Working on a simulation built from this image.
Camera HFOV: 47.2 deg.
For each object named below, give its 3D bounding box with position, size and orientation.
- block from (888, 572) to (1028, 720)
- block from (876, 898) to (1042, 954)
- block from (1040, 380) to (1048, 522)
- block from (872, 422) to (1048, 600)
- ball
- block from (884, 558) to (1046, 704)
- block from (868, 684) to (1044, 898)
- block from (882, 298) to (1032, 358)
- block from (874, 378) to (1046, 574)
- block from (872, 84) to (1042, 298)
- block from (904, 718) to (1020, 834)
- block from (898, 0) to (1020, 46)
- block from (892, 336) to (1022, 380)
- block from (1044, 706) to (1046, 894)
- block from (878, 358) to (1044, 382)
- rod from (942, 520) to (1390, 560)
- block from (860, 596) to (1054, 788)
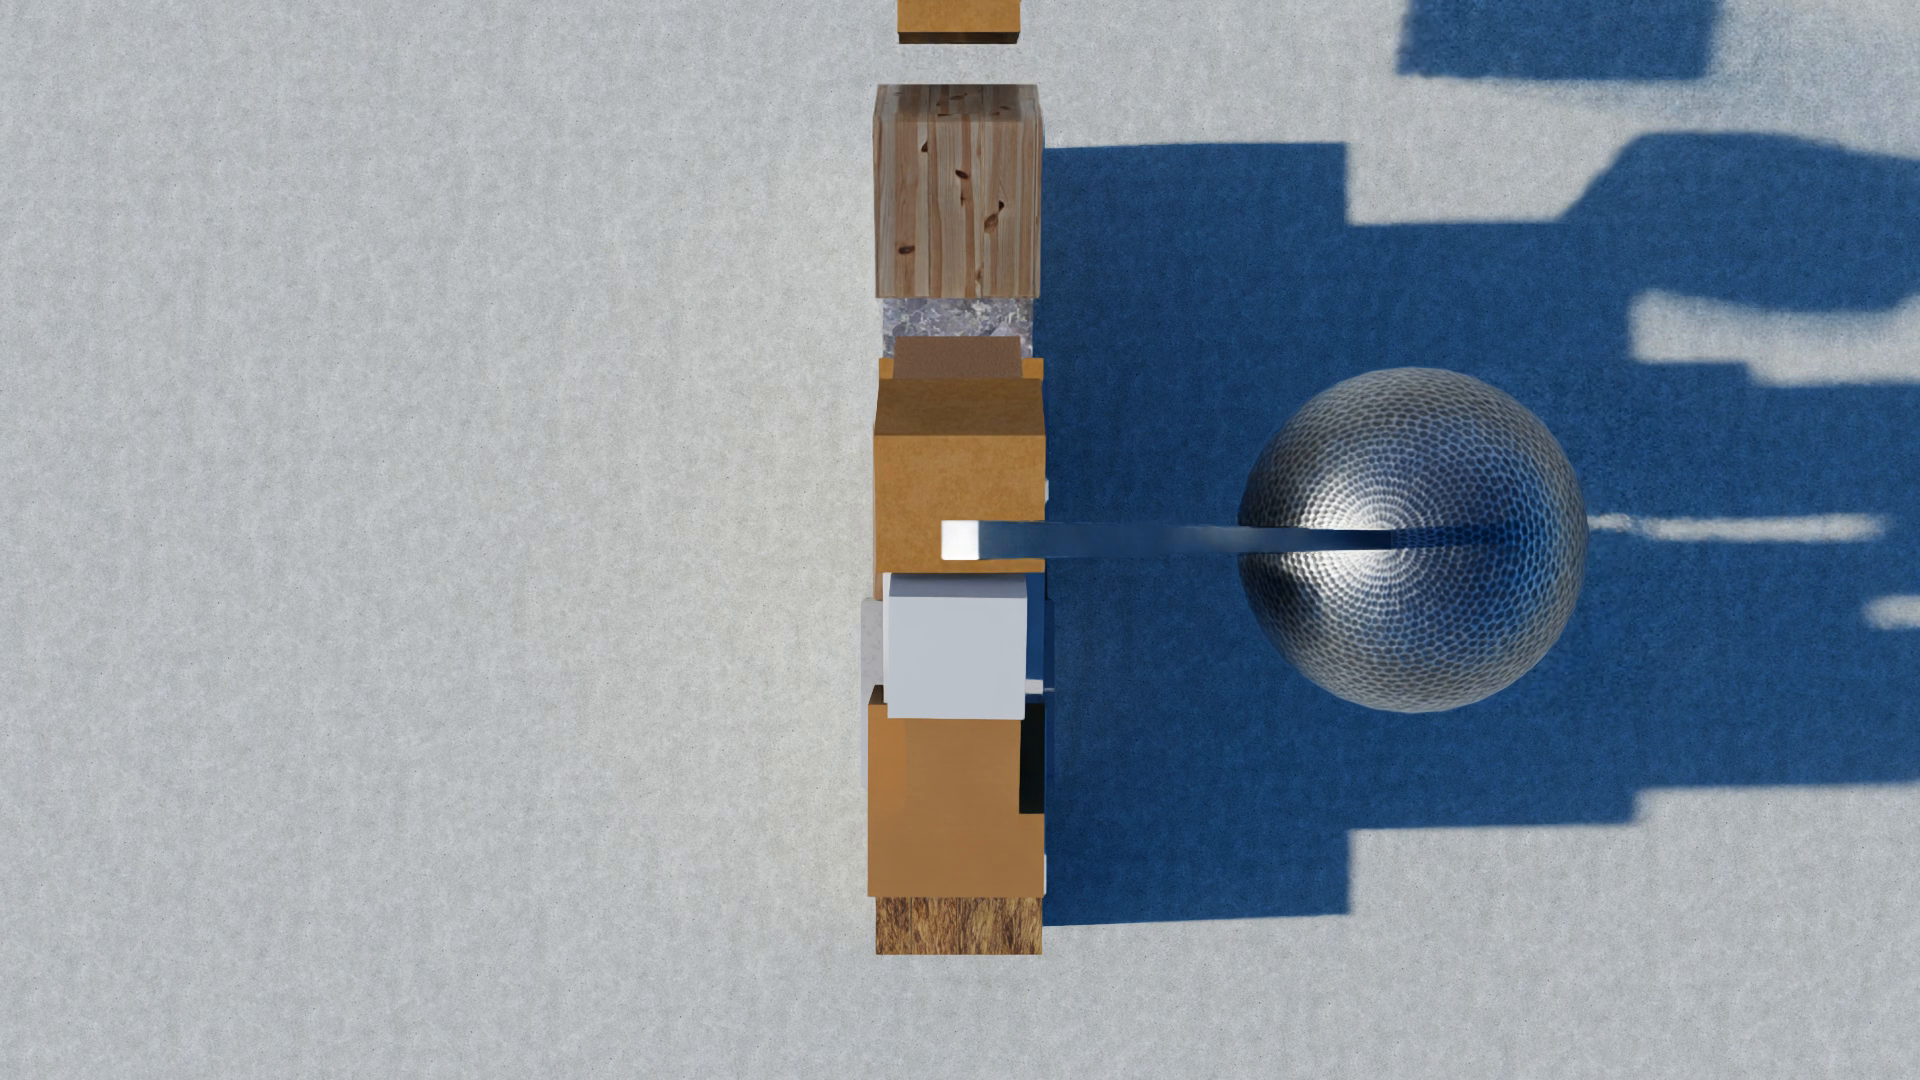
[{"bbox_3d":[-0.012,0.396,9.315,0.565,0.615,0.529,1,107,0],"label":"block"},{"bbox_3d":[-0.006,1.829,12.561,0.917,0.879,0.916,0,90,0],"label":"block"},{"bbox_3d":[0.020,-0.349,10.632,0.788,0.689,0.796,0,90,0],"label":"block"},{"bbox_3d":[0.000,-0.161,12.506,0.953,0.987,0.971,0,90,0],"label":"block"},{"bbox_3d":[2.074,0.000,10.143,1.600,1.600,1.600,0,90,0],"label":"ball"},{"bbox_3d":[0.016,0.269,9.977,0.704,0.725,0.726,0,107,0],"label":"block"},{"bbox_3d":[-0.017,1.134,10.080,0.779,0.780,0.853,0,93,0],"label":"block"},{"bbox_3d":[-0.012,-1.345,11.707,0.771,0.835,0.857,0,91,0],"label":"block"},{"bbox_3d":[0.001,-0.278,9.304,0.695,0.639,0.617,0,115,0],"label":"block"},{"bbox_3d":[-0.012,-1.713,10.751,0.790,0.791,0.856,0,114,0],"label":"block"},{"bbox_3d":[0.008,0.960,9.435,0.482,0.492,0.511,1,93,0],"label":"block"},{"bbox_3d":[-0.009,-2.888,11.332,0.616,0.605,0.597,0,97,0],"label":"block"},{"bbox_3d":[-0.010,-0.536,9.882,0.568,0.626,0.576,0,115,0],"label":"block"},{"bbox_3d":[-0.011,1.332,11.698,0.911,0.804,0.944,0,93,0],"label":"block"},{"bbox_3d":[0.006,-0.461,11.495,0.823,1.036,0.895,0,90,0],"label":"block"},{"bbox_3d":[0.899,0.000,6.953,0.080,5.200,0.080,0,90,20],"label":"rod"},{"bbox_3d":[-0.014,0.848,12.551,1.066,0.898,1.026,0,90,0],"label":"block"}]
